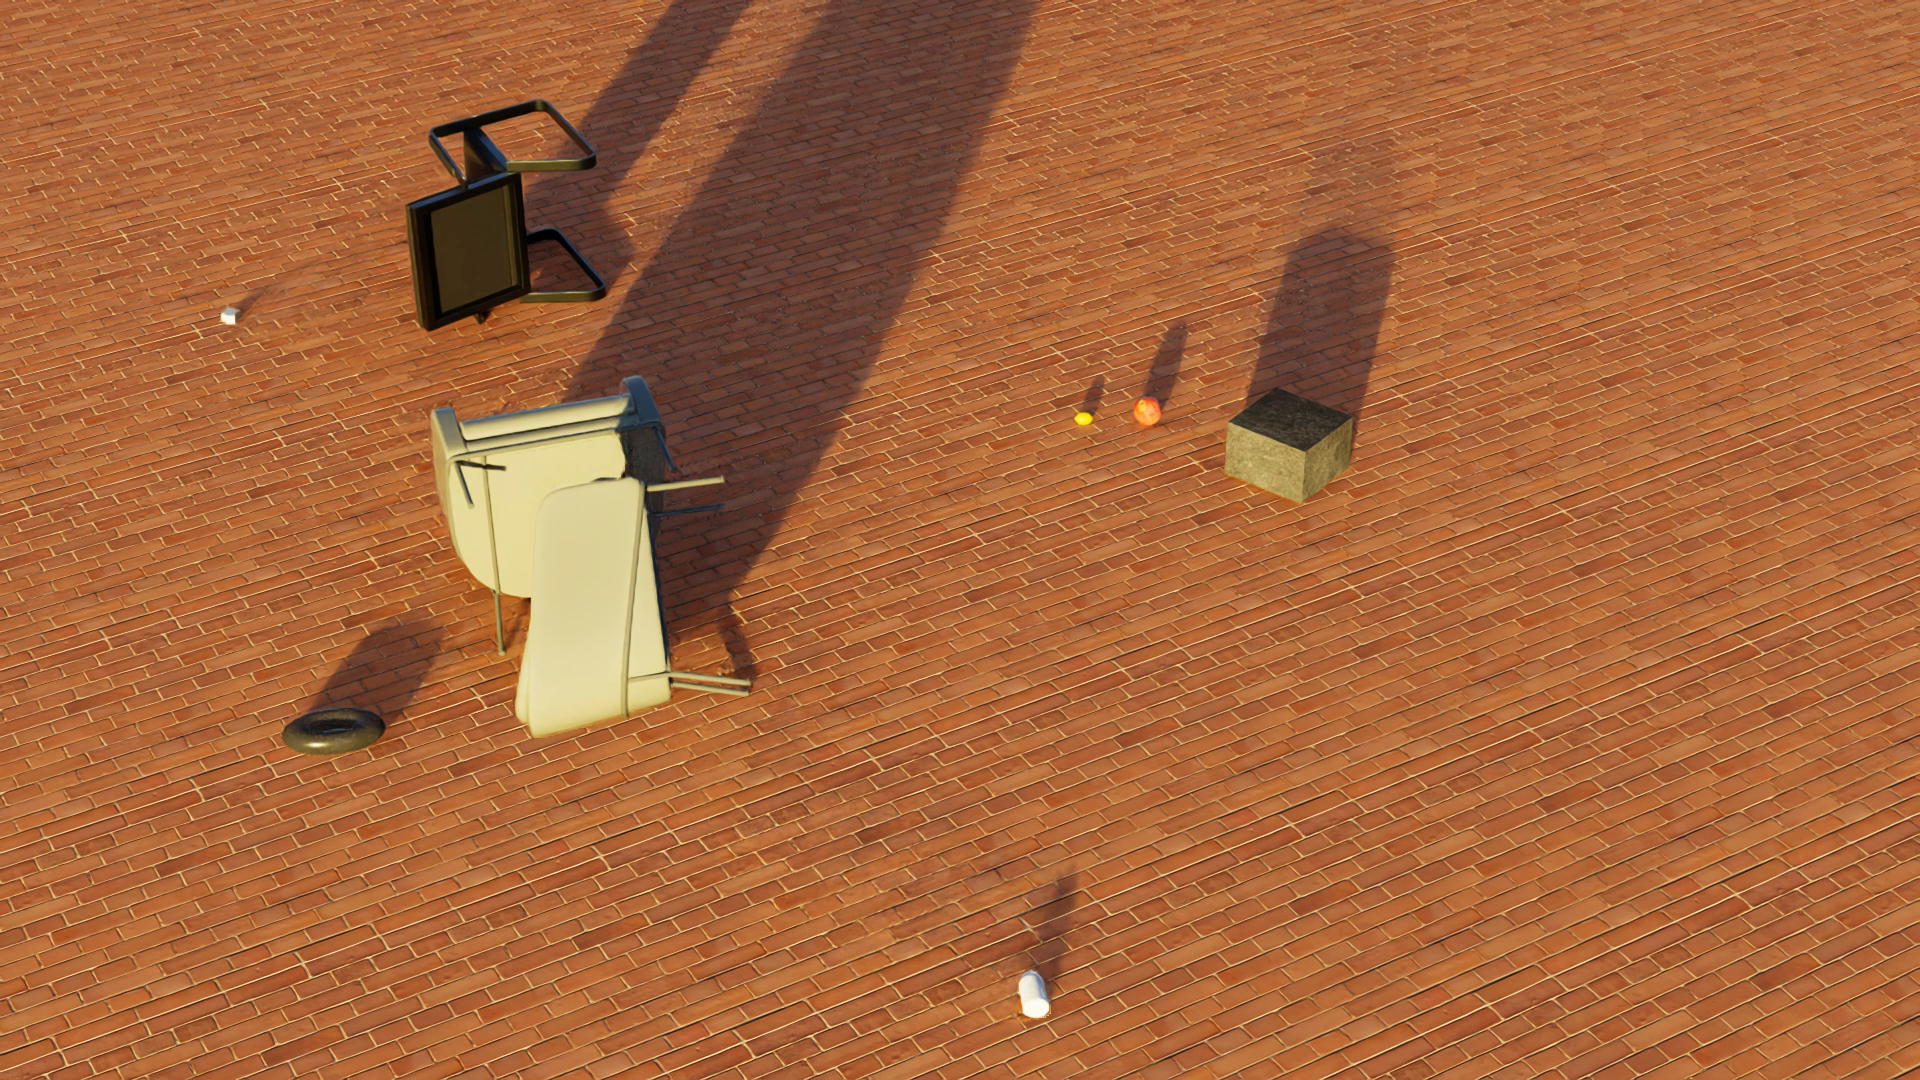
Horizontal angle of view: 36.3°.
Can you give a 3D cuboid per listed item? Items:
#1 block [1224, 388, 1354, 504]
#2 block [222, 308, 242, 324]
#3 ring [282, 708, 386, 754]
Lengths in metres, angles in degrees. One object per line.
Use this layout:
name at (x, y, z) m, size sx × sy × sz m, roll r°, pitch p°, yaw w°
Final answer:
block at (1.266, -0.366, 11.290) m, size 0.353 × 0.231 × 0.334 m, roll 24°, pitch 40°, yaw 32°
block at (-3.068, -0.945, 12.345) m, size 0.059 × 0.037 × 0.059 m, roll 8°, pitch 34°, yaw 13°
ring at (-2.112, 0.646, 9.892) m, size 0.345 × 0.082 × 0.196 m, roll -6°, pitch 35°, yaw -10°
